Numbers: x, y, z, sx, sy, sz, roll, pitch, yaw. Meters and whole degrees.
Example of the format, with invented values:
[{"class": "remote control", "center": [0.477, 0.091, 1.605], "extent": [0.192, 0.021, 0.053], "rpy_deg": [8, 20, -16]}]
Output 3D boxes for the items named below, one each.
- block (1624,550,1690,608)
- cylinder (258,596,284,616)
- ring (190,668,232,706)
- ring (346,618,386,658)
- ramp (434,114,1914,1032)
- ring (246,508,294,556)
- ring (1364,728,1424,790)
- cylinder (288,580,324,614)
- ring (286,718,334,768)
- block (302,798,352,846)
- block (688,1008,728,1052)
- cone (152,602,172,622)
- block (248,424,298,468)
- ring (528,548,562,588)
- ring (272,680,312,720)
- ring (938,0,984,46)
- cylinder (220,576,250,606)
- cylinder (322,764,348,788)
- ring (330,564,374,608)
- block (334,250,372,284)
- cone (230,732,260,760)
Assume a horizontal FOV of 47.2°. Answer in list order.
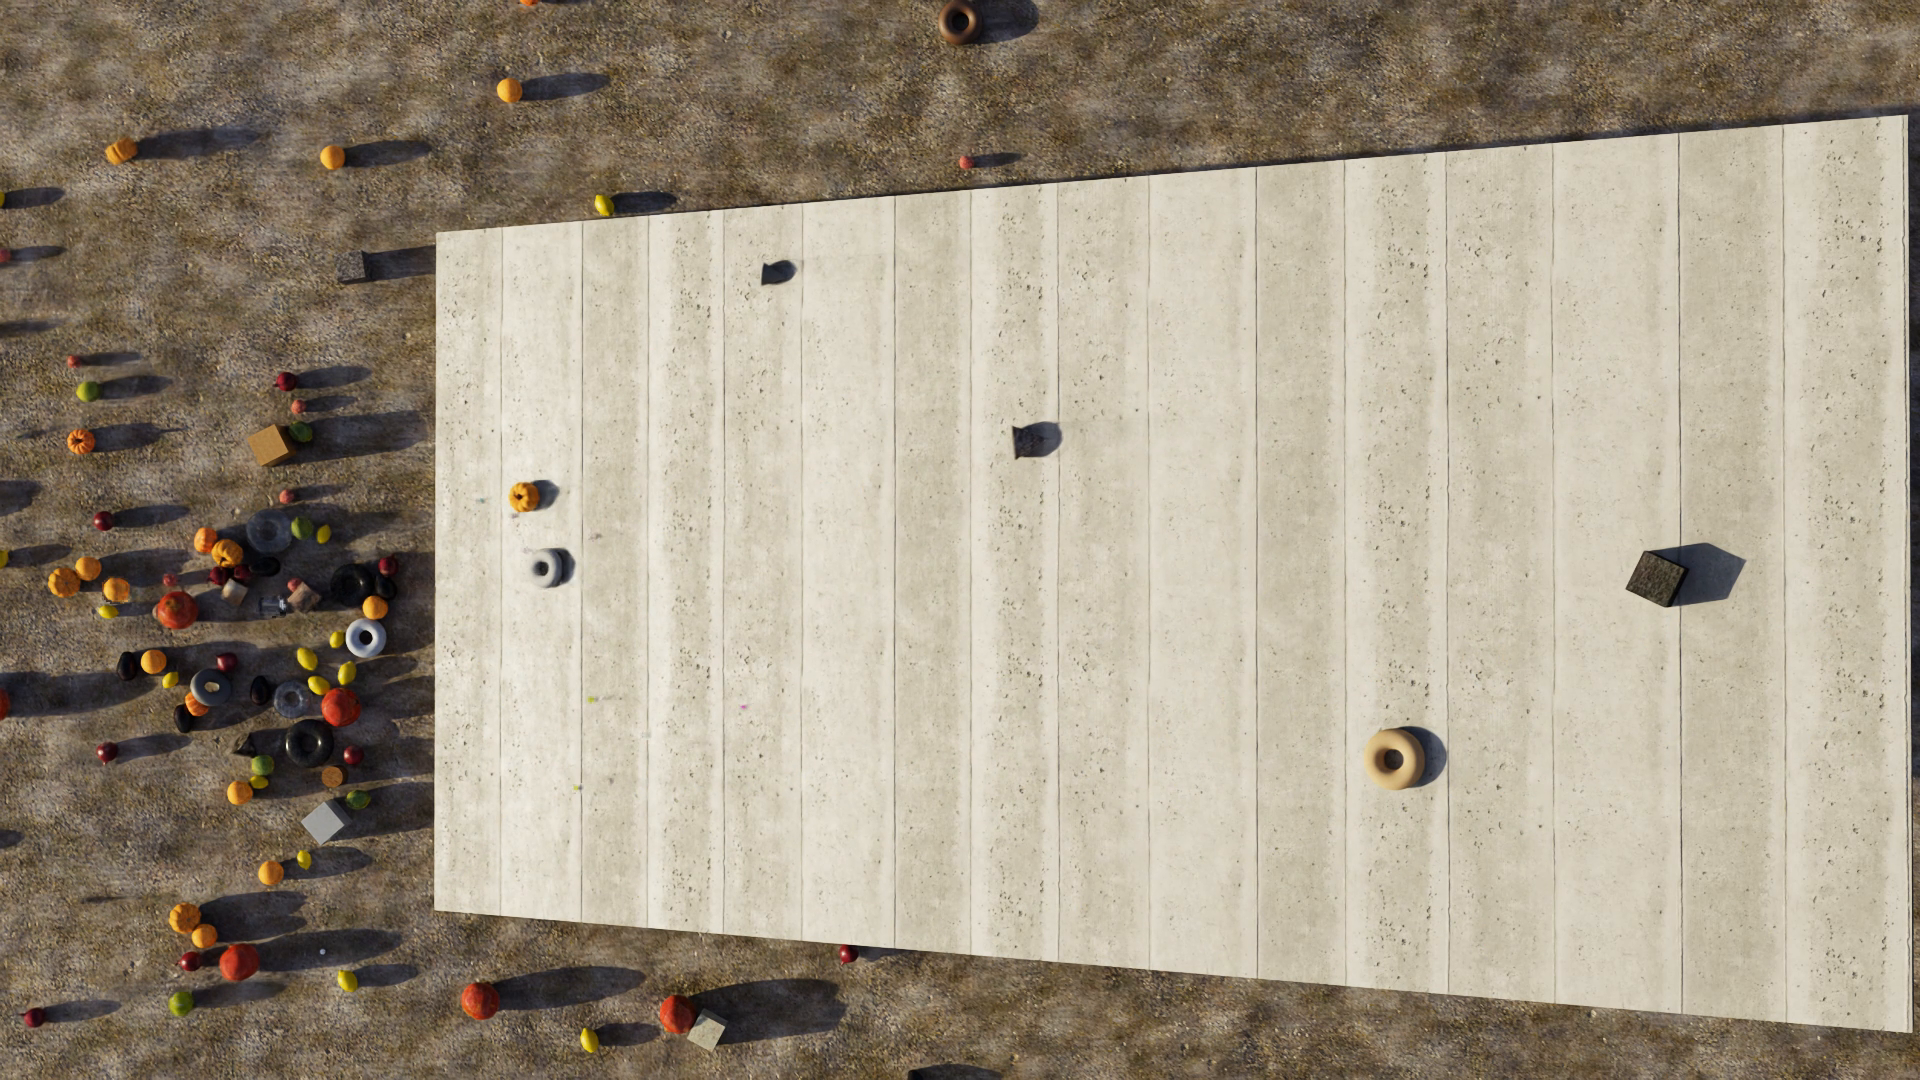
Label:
[{"class": "block", "center": [1.576, 0.088, 4.970], "extent": [0.097, 0.097, 0.097], "rpy_deg": [28, 101, 23]}, {"class": "cylinder", "center": [-2.052, 0.199, 6.554], "extent": [0.060, 0.060, 0.060], "rpy_deg": [-1, 89, 0]}, {"class": "ring", "center": [-2.224, 0.438, 6.534], "extent": [0.122, 0.122, 0.041], "rpy_deg": [47, 133, 0]}, {"class": "ring", "center": [-1.772, 0.291, 6.563], "extent": [0.122, 0.041, 0.122], "rpy_deg": [0, 90, -1]}, {"class": "ramp", "center": [0.282, 0.082, 5.688], "extent": [4.000, 0.100, 2.000], "rpy_deg": [0, 89, 25]}, {"class": "ring", "center": [-2.061, -0.026, 6.563], "extent": [0.141, 0.047, 0.141], "rpy_deg": [0, 88, 0]}, {"class": "ring", "center": [1.036, 0.523, 5.246], "extent": [0.149, 0.050, 0.149], "rpy_deg": [-1, 88, 26]}, {"class": "cylinder", "center": [-1.949, 0.172, 6.547], "extent": [0.073, 0.073, 0.073], "rpy_deg": [41, 90, 0]}, {"class": "ring", "center": [-1.939, 0.606, 6.555], "extent": [0.147, 0.049, 0.147], "rpy_deg": [0, 88, 1]}, {"class": "block", "center": [-1.880, 0.836, 6.530], "extent": [0.092, 0.092, 0.092], "rpy_deg": [-41, 90, 0]}, {"class": "block", "center": [-0.749, 1.454, 6.527], "extent": [0.084, 0.084, 0.084], "rpy_deg": [29, 89, 0]}, {"class": "cone", "center": [-2.388, 0.215, 6.554], "extent": [0.058, 0.058, 0.058], "rpy_deg": [0, 89, 0]}, {"class": "block", "center": [-2.046, -0.280, 6.543], "extent": [0.092, 0.092, 0.092], "rpy_deg": [-27, 89, 0]}, {"class": "ring", "center": [-1.189, 0.081, 6.304], "extent": [0.115, 0.038, 0.115], "rpy_deg": [-1, 88, 26]}, {"class": "ring", "center": [-1.992, 0.475, 6.561], "extent": [0.118, 0.039, 0.118], "rpy_deg": [0, 91, 0]}, {"class": "ring", "center": [0.003, -1.549, 6.581], "extent": [0.137, 0.046, 0.137], "rpy_deg": [0, 90, -1]}, {"class": "cylinder", "center": [-2.161, 0.154, 6.552], "extent": [0.065, 0.065, 0.065], "rpy_deg": [29, 89, 0]}, {"class": "cylinder", "center": [-1.860, 0.703, 6.547], "extent": [0.062, 0.062, 0.062], "rpy_deg": [0, 89, 0]}, {"class": "ring", "center": [-1.814, 0.135, 6.563], "extent": [0.131, 0.044, 0.131], "rpy_deg": [0, 90, -1]}, {"class": "block", "center": [-1.809, -0.812, 6.554], "extent": [0.082, 0.082, 0.082], "rpy_deg": [-10, 89, 0]}, {"class": "cone", "center": [-2.120, 0.631, 6.560], "extent": [0.083, 0.083, 0.083], "rpy_deg": [-43, 116, 0]}]
